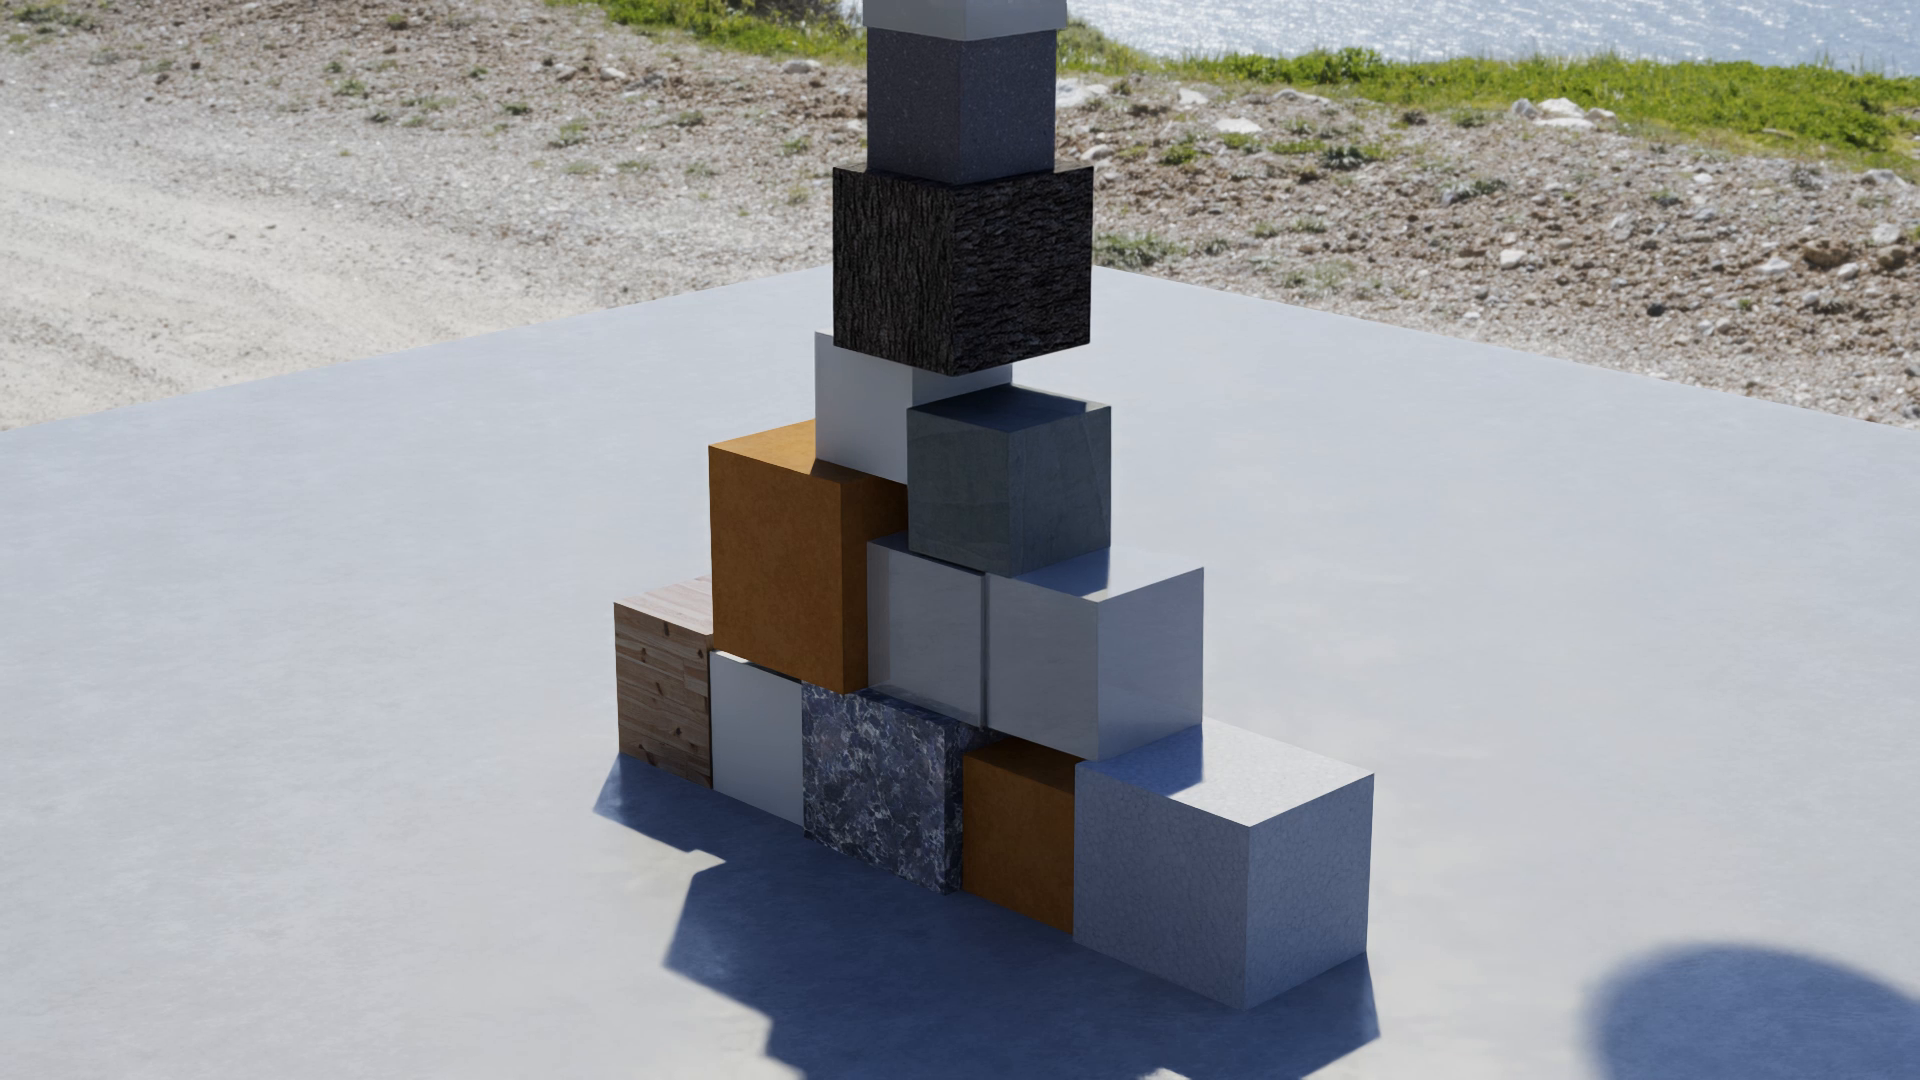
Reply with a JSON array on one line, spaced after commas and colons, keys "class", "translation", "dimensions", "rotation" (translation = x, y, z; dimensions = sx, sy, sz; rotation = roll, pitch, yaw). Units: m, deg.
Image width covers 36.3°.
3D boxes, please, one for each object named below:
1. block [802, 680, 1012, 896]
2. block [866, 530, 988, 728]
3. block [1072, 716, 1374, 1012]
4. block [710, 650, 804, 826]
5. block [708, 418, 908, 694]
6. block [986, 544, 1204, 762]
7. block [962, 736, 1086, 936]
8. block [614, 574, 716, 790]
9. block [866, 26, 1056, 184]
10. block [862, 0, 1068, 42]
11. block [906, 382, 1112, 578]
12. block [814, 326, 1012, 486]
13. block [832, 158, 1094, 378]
[{"class": "block", "translation": [-0.082, 1.021, 13.738], "dimensions": [0.911, 0.815, 0.946], "rotation": [-17, 24, -42]}, {"class": "block", "translation": [0.094, 0.341, 13.367], "dimensions": [0.736, 0.705, 0.724], "rotation": [-17, 24, -42]}, {"class": "block", "translation": [1.126, 1.368, 12.610], "dimensions": [0.828, 0.829, 0.964], "rotation": [-17, 24, -42]}, {"class": "block", "translation": [-0.695, 0.886, 14.321], "dimensions": [0.724, 0.722, 0.745], "rotation": [-17, 24, -42]}, {"class": "block", "translation": [-0.512, 0.030, 13.858], "dimensions": [0.968, 1.004, 0.910], "rotation": [-17, 24, -42]}, {"class": "block", "translation": [0.594, 0.472, 12.893], "dimensions": [0.663, 0.723, 0.687], "rotation": [15, 23, 43]}, {"class": "block", "translation": [0.515, 1.272, 13.197], "dimensions": [0.708, 0.660, 0.713], "rotation": [-17, 24, -42]}, {"class": "block", "translation": [-1.198, 0.684, 14.827], "dimensions": [0.804, 0.805, 0.714], "rotation": [-17, 24, -42]}, {"class": "block", "translation": [0.006, -1.919, 12.717], "dimensions": [0.587, 0.608, 0.570], "rotation": [-17, 25, -42]}, {"class": "block", "translation": [0.022, -2.494, 12.543], "dimensions": [0.619, 0.593, 0.628], "rotation": [-17, 25, -42]}, {"class": "block", "translation": [0.220, -0.275, 13.008], "dimensions": [0.626, 0.651, 0.652], "rotation": [16, 23, 43]}, {"class": "block", "translation": [-0.212, -0.660, 13.379], "dimensions": [0.638, 0.597, 0.635], "rotation": [18, 25, 42]}, {"class": "block", "translation": [0.012, -1.252, 12.945], "dimensions": [0.861, 0.802, 0.756], "rotation": [-17, 25, -42]}]
